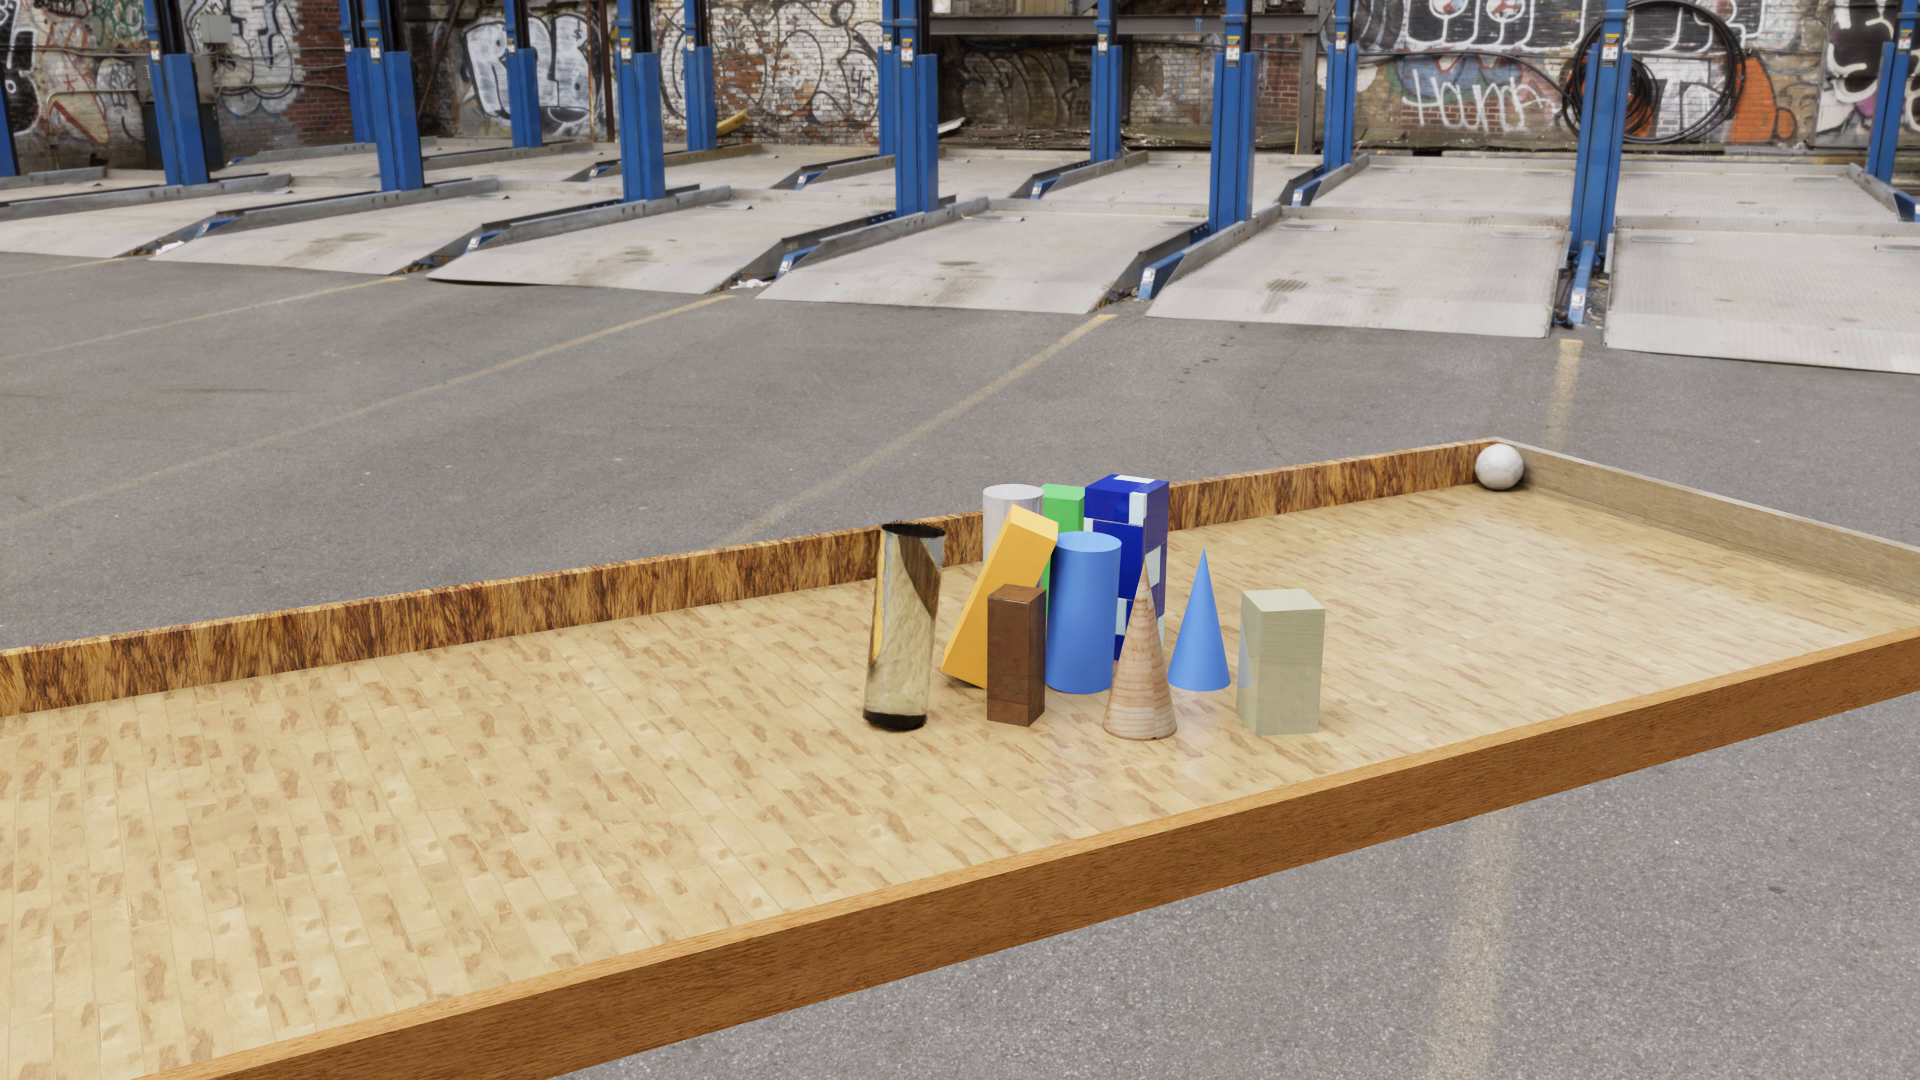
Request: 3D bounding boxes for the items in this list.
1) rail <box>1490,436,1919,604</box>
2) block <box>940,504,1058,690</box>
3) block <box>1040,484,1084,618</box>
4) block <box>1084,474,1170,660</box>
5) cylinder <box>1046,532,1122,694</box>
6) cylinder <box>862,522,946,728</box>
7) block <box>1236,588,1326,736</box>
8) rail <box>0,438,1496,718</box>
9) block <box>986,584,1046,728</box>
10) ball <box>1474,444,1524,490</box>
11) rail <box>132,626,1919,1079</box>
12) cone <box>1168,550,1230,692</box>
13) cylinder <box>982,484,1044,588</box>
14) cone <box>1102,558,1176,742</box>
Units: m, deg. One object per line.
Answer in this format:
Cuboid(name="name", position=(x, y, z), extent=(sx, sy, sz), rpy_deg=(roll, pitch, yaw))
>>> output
Cuboid(name="rail", position=(2.466, -0.048, 5.253), extent=(0.050, 0.150, 2.100), rpy_deg=(-9, 18, -27))
Cuboid(name="block", position=(0.097, 0.141, 4.061), extent=(0.121, 0.435, 0.121), rpy_deg=(22, 22, -5))
Cuboid(name="block", position=(0.283, 0.034, 4.621), extent=(0.143, 0.349, 0.143), rpy_deg=(6, 18, 21))
Cuboid(name="block", position=(0.430, 0.074, 4.303), extent=(0.164, 0.451, 0.164), rpy_deg=(9, 19, 28))
Cuboid(name="cylinder", position=(0.303, 0.178, 4.087), extent=(0.172, 0.366, 0.172), rpy_deg=(2, 17, -1))
Cuboid(name="cylinder", position=(-0.131, 0.198, 3.849), extent=(0.150, 0.453, 0.150), rpy_deg=(6, 12, -1))
Cuboid(name="block", position=(0.746, 0.284, 3.849), extent=(0.150, 0.304, 0.150), rpy_deg=(-2, 17, -8))
Cuboid(name="rail", position=(-3.305, 0.497, 3.399), extent=(12.000, 0.150, 0.050), rpy_deg=(-9, 18, -27))
Cuboid(name="block", position=(0.133, 0.271, 3.885), extent=(0.105, 0.309, 0.105), rpy_deg=(7, 18, 24))
Cuboid(name="ball", position=(1.947, -0.263, 5.955), extent=(0.167, 0.167, 0.167), rpy_deg=(0, 16, 0))
Cuboid(name="rail", position=(-2.336, 1.006, 1.665), extent=(12.000, 0.150, 0.050), rpy_deg=(-9, 18, -27))
Cuboid(name="cone", position=(0.601, 0.184, 4.107), extent=(0.161, 0.351, 0.161), rpy_deg=(0, 16, 0))
Cuboid(name="cylinder", position=(0.139, 0.078, 4.334), extent=(0.159, 0.425, 0.159), rpy_deg=(0, 16, 0))
Cuboid(name="cone", position=(0.421, 0.239, 3.808), extent=(0.175, 0.414, 0.175), rpy_deg=(0, 16, 0))
